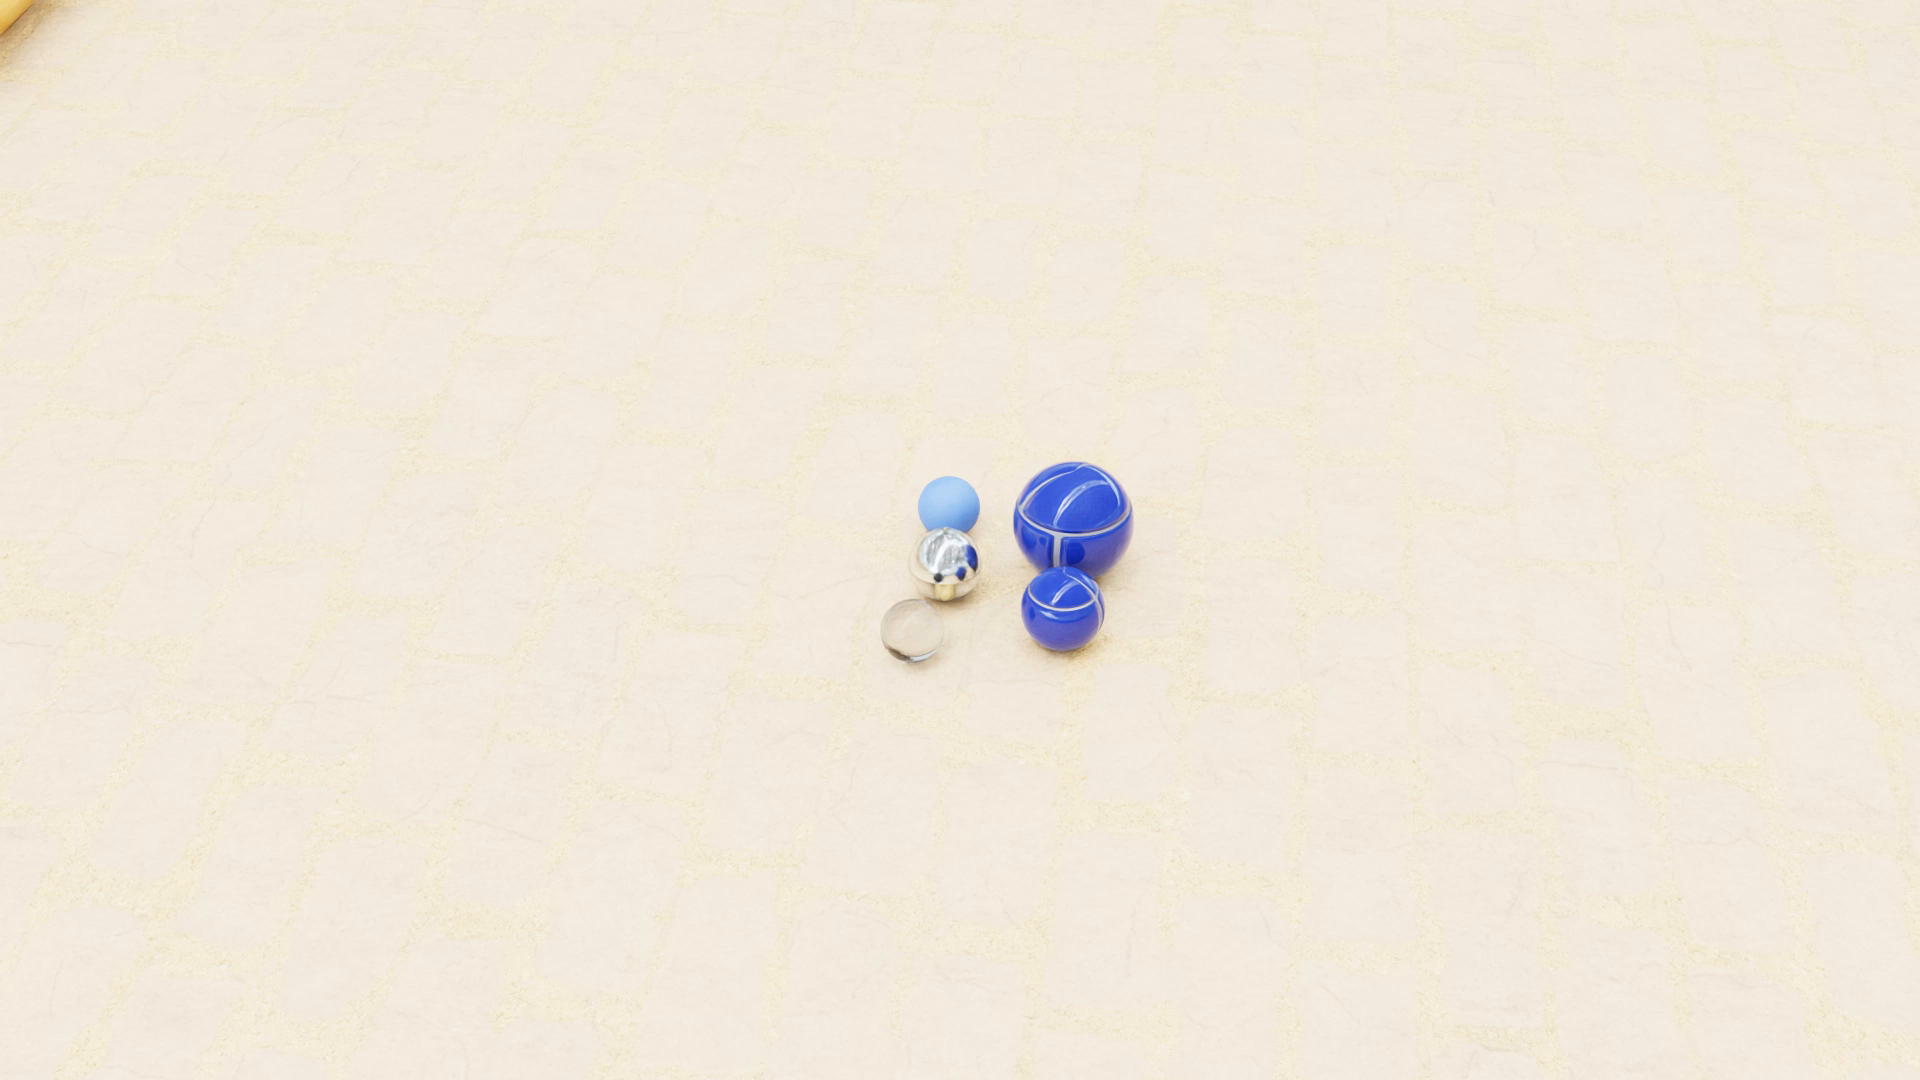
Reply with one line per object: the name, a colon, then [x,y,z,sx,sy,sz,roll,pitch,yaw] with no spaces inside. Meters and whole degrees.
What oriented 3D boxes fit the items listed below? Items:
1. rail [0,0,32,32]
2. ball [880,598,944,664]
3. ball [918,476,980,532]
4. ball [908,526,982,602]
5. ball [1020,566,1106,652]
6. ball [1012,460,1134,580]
rail: [-0.974,-0.091,1.797,0.045,0.106,2.368,4,36,6]
ball: [-0.031,0.058,1.646,0.041,0.041,0.041,0,36,0]
ball: [-0.008,-0.022,1.757,0.043,0.043,0.043,0,36,0]
ball: [-0.010,0.016,1.698,0.049,0.049,0.049,0,36,0]
ball: [0.066,0.044,1.654,0.055,0.055,0.055,0,36,0]
ball: [0.076,-0.012,1.710,0.082,0.082,0.082,0,36,0]
